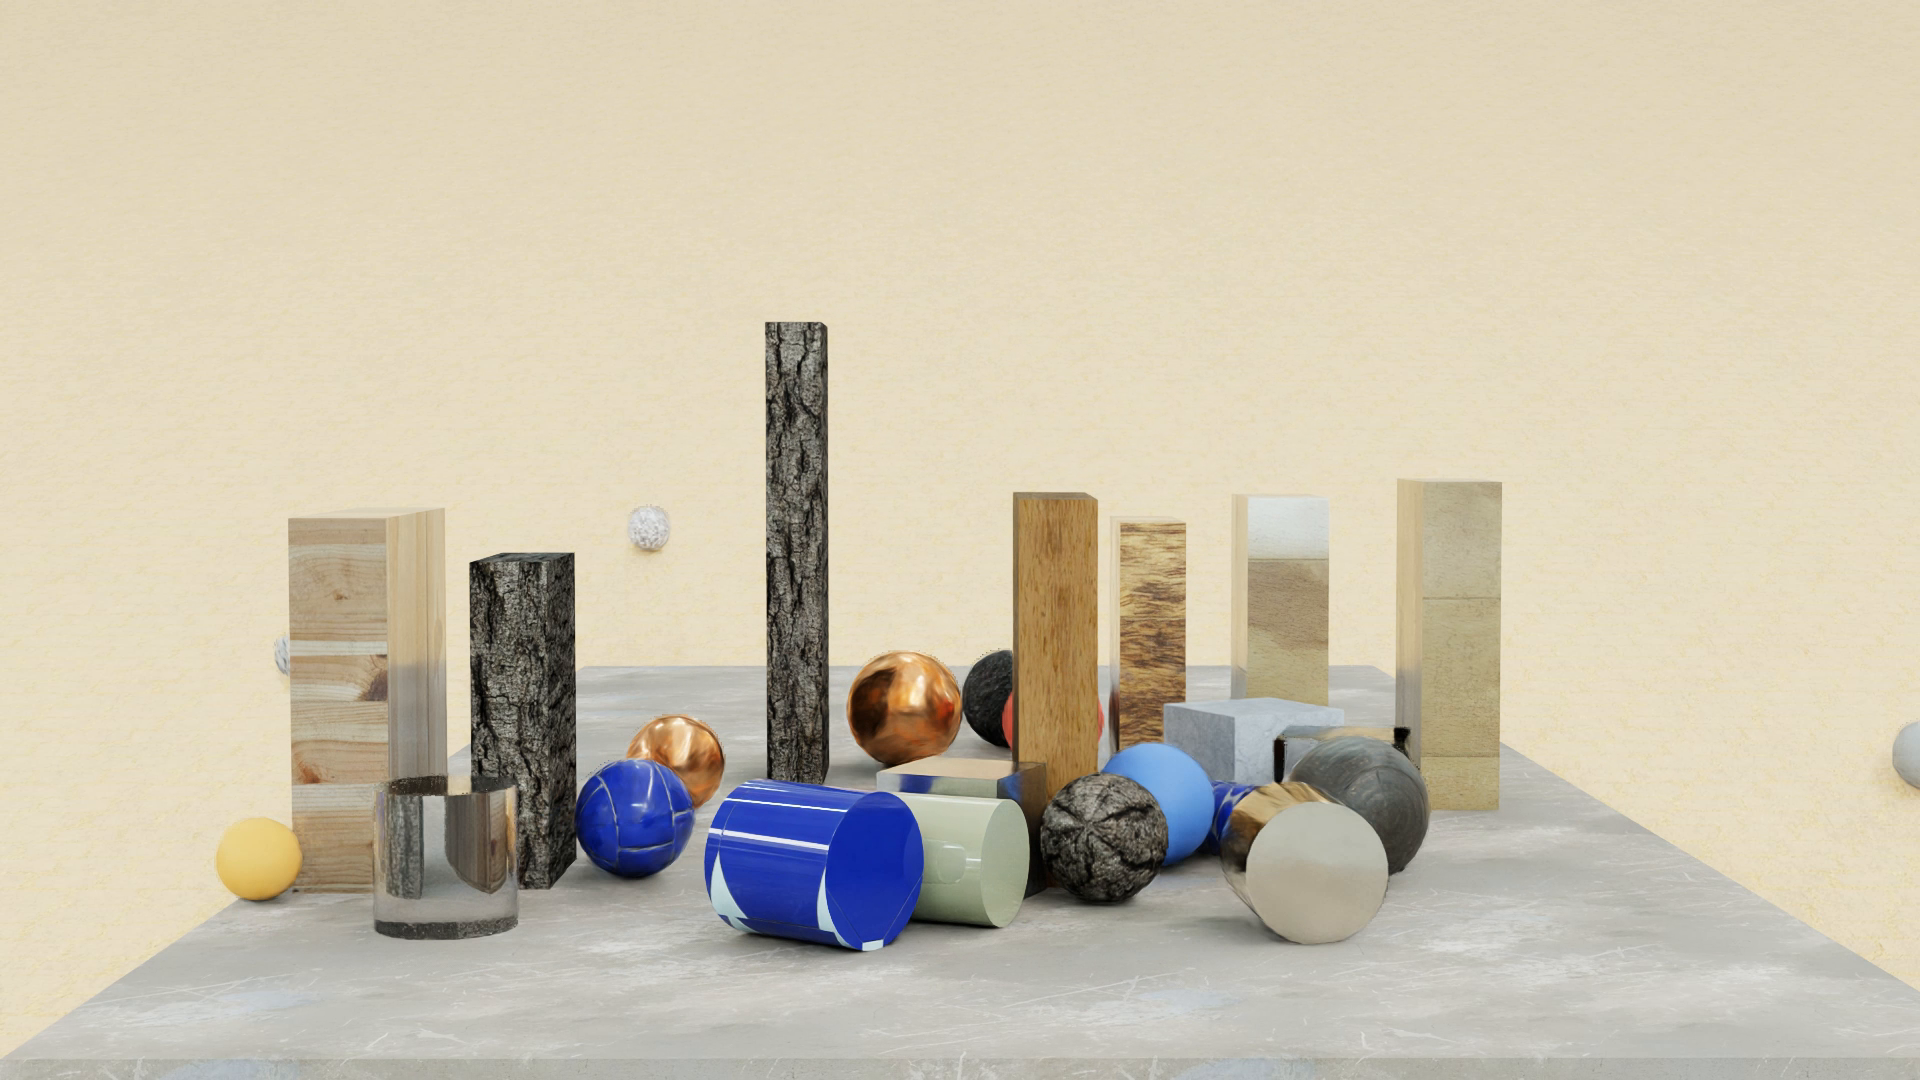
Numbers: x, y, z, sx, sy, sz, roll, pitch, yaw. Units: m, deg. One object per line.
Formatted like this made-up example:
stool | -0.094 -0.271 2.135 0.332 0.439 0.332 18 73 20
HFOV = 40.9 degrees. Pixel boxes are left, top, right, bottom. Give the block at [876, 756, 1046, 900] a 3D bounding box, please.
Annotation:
block | 0.004 0.384 3.390 0.170 0.170 0.170 1 3 24

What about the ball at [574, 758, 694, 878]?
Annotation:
ball | -0.447 0.381 3.530 0.164 0.164 0.164 0 22 0

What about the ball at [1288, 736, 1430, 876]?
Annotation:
ball | 0.535 0.365 3.480 0.199 0.199 0.199 0 22 0

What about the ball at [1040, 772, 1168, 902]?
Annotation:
ball | 0.187 0.387 3.349 0.168 0.168 0.168 0 22 0

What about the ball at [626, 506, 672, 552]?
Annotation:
ball | -0.903 -0.032 7.469 0.129 0.129 0.129 0 22 0

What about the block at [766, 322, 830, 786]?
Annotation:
block | -0.284 0.019 4.506 0.095 0.792 0.240 0 3 0

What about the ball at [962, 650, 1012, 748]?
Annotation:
ball | 0.096 0.303 4.914 0.187 0.187 0.187 0 22 0

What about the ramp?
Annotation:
ramp | 0.051 0.465 4.534 2.000 0.100 4.000 0 3 0

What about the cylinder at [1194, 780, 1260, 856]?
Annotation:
cylinder | 0.384 0.401 3.691 0.107 0.107 0.107 3 18 45

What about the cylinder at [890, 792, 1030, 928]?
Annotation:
cylinder | -0.016 0.399 3.219 0.158 0.158 0.158 1 21 24

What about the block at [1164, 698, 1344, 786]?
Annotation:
block | 0.442 0.348 3.880 0.194 0.194 0.194 -1 3 -28

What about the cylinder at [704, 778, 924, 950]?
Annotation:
cylinder | -0.175 0.389 3.103 0.188 0.188 0.188 2 19 37

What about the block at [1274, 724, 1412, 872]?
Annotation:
block | 0.549 0.366 3.678 0.179 0.179 0.179 1 3 13

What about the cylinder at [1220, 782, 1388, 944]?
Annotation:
cylinder | 0.420 0.394 3.158 0.173 0.173 0.173 -2 3 -4

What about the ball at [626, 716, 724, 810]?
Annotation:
ball | -0.454 0.358 4.096 0.156 0.156 0.156 0 22 0

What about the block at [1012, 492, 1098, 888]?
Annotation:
block | 0.131 0.198 3.619 0.106 0.521 0.355 0 3 0

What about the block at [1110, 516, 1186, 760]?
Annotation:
block | 0.318 0.193 4.385 0.109 0.457 0.284 0 3 0

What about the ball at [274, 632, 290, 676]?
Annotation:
ball | -1.715 0.297 6.669 0.123 0.123 0.123 0 22 0

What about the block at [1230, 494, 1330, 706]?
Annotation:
block | 0.532 0.176 4.297 0.132 0.499 0.247 0 3 0

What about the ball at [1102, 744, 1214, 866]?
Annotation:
ball | 0.271 0.372 3.611 0.173 0.173 0.173 0 22 0

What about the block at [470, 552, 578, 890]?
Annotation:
block | -0.601 0.243 3.553 0.103 0.438 0.254 0 3 0

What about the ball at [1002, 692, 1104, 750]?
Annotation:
ball | 0.166 0.322 4.576 0.181 0.181 0.181 0 22 0

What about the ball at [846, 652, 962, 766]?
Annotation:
ball | -0.100 0.305 4.629 0.210 0.210 0.210 0 22 0

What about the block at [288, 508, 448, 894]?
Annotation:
block | -0.820 0.211 3.593 0.129 0.498 0.393 0 3 0

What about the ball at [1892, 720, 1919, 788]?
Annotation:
ball | 2.294 0.509 6.090 0.168 0.168 0.168 0 22 0

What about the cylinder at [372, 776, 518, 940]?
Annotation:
cylinder | -0.638 0.392 3.191 0.176 0.176 0.176 0 3 0

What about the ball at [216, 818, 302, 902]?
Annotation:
ball | -0.916 0.417 3.362 0.108 0.108 0.108 0 22 0

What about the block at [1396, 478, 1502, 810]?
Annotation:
block | 0.802 0.165 4.239 0.126 0.527 0.243 0 3 0
